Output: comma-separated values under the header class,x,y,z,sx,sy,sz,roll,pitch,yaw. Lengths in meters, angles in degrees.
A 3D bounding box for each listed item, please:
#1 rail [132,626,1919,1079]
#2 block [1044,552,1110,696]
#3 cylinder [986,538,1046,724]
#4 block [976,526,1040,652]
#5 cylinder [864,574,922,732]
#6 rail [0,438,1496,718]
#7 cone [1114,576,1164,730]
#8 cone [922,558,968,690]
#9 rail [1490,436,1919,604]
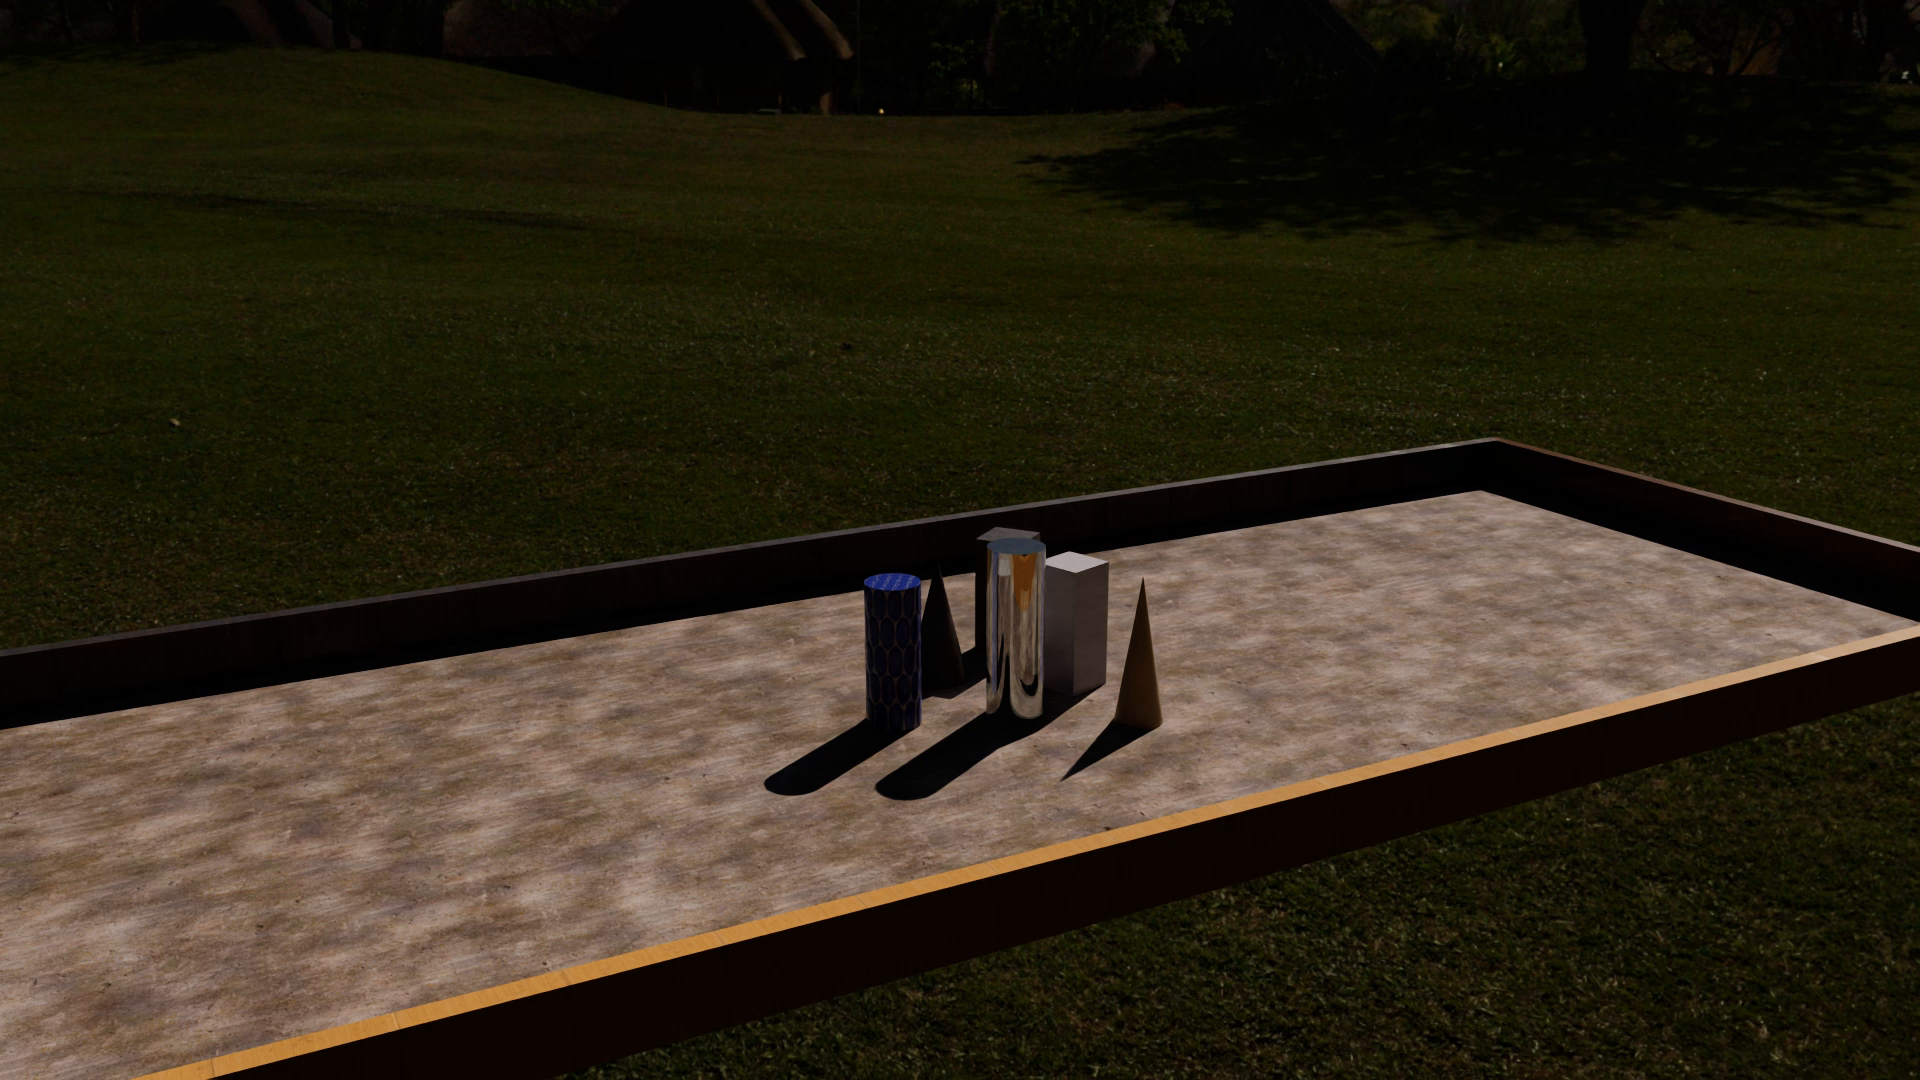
class,x,y,z,sx,sy,sz,roll,pitch,yaw
rail,-2.336,1.006,1.665,12.000,0.150,0.050,-9,18,-27
block,0.276,0.206,4.087,0.128,0.319,0.128,15,22,42
cylinder,0.131,0.215,3.882,0.137,0.418,0.137,0,16,0
block,0.126,0.135,4.354,0.129,0.305,0.129,8,18,24
cylinder,-0.155,0.263,3.845,0.131,0.348,0.131,0,16,0
rail,-3.305,0.497,3.399,12.000,0.150,0.050,-9,18,-27
cone,0.422,0.254,3.851,0.117,0.360,0.117,0,16,0
cone,-0.057,0.196,4.121,0.151,0.321,0.151,0,16,0
rail,2.466,-0.048,5.253,0.050,0.150,2.100,-9,18,-27
